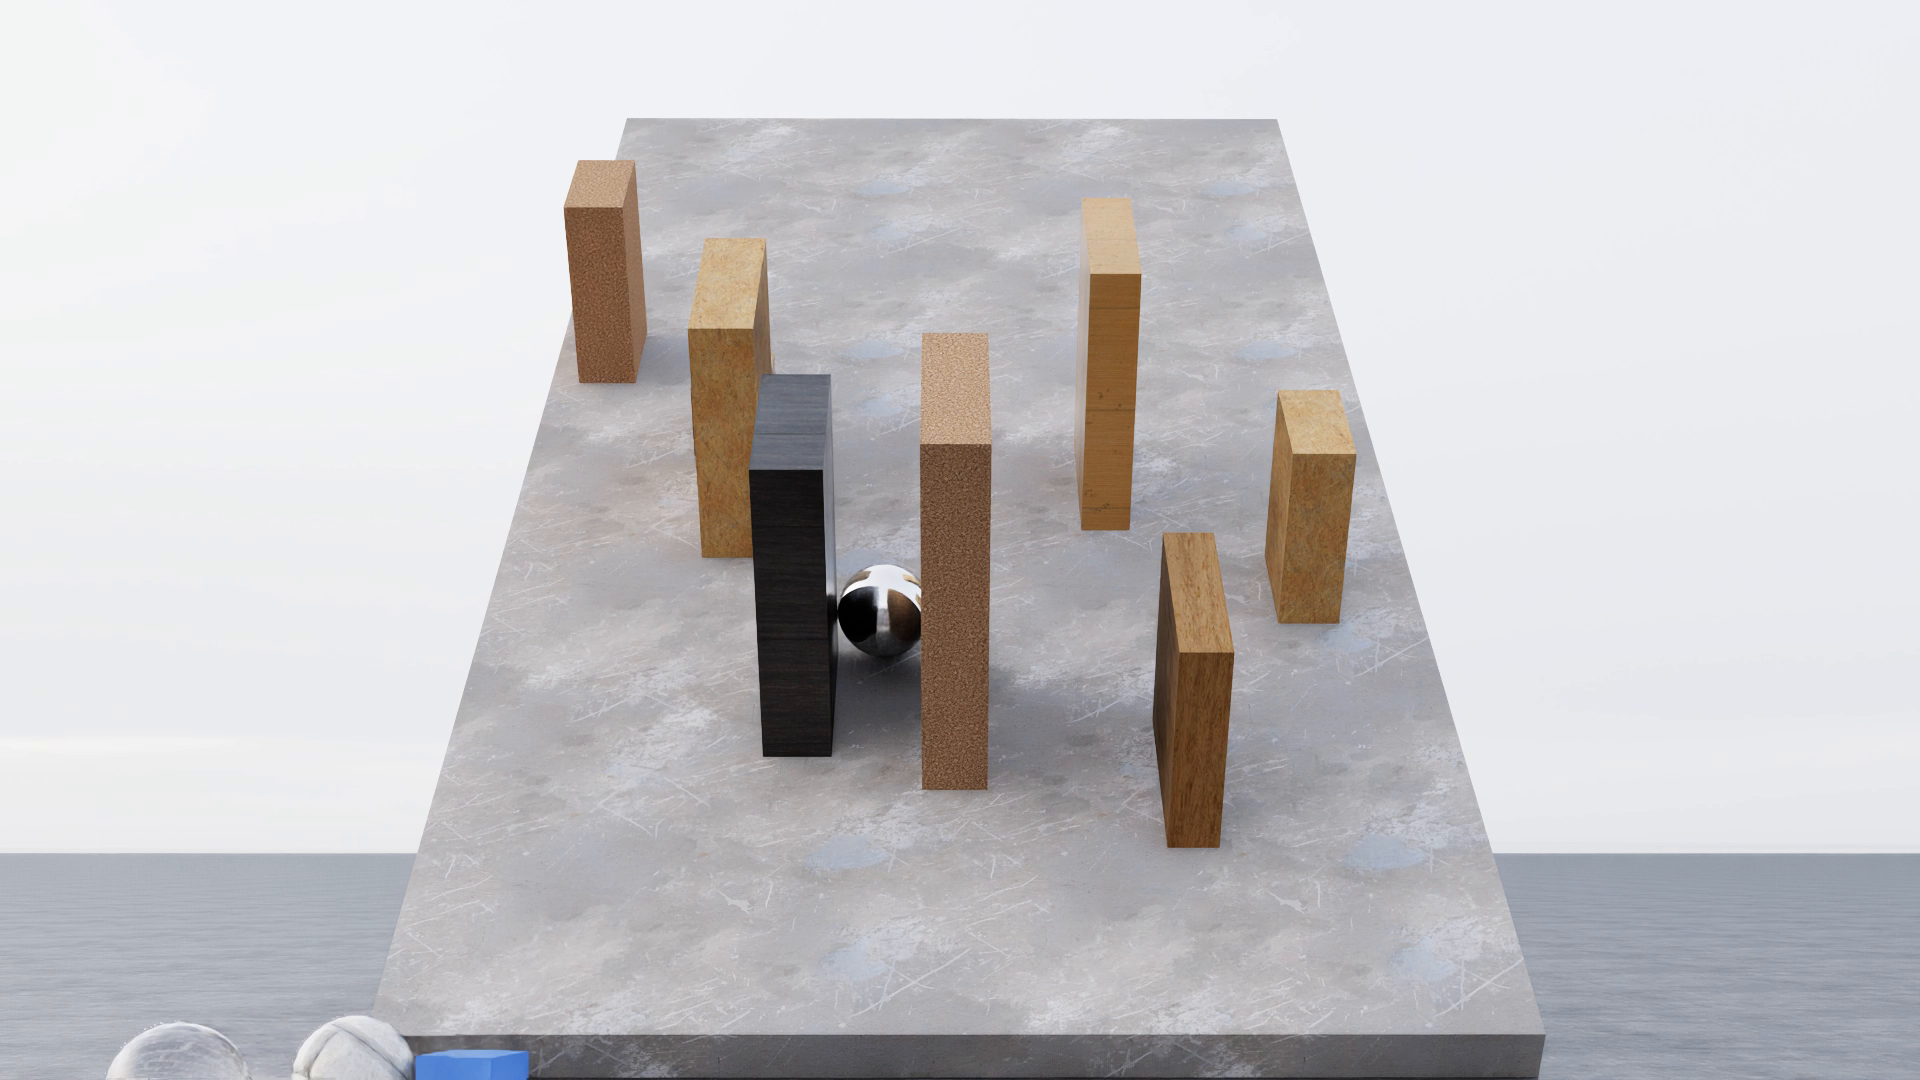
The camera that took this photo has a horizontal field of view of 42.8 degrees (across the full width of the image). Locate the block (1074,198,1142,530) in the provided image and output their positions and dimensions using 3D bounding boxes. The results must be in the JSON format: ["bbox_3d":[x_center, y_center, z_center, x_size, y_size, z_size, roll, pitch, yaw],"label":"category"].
[{"bbox_3d":[0.328,-0.395,5.506,0.109,0.639,0.386,0,32,0],"label":"block"}]

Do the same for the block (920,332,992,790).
[{"bbox_3d":[-0.010,0.043,4.688,0.126,0.768,0.423,0,32,0],"label":"block"}]

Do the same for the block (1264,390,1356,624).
[{"bbox_3d":[0.741,-0.071,5.204,0.129,0.417,0.269,0,32,0],"label":"block"}]

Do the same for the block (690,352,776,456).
[{"bbox_3d":[-0.534,-0.323,5.814,0.182,0.182,0.182,1,32,0],"label":"block"}]

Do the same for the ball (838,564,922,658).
[{"bbox_3d":[-0.156,0.145,5.064,0.195,0.195,0.195,0,-7,0],"label":"ball"}]

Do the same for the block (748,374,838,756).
[{"bbox_3d":[-0.319,0.051,4.780,0.135,0.654,0.364,0,32,0],"label":"block"}]

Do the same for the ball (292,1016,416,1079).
[{"bbox_3d":[-0.824,0.731,3.333,0.164,0.164,0.164,0,-7,0],"label":"ball"}]

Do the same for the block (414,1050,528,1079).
[{"bbox_3d":[-0.666,0.758,3.342,0.112,0.112,0.112,-2,-7,16],"label":"block"}]

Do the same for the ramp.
[{"bbox_3d":[-0.015,-0.187,5.867,2.000,0.100,4.000,0,32,0],"label":"ramp"}]

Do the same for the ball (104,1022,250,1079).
[{"bbox_3d":[-0.968,0.686,3.028,0.177,0.177,0.177,0,-7,0],"label":"ball"}]

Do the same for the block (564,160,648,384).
[{"bbox_3d":[-0.877,-0.666,6.081,0.141,0.476,0.280,0,32,0],"label":"block"}]

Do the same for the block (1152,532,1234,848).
[{"bbox_3d":[0.436,0.280,4.621,0.097,0.443,0.400,0,32,0],"label":"block"}]

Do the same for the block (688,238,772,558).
[{"bbox_3d":[-0.502,-0.318,5.447,0.136,0.567,0.441,0,32,0],"label":"block"}]
